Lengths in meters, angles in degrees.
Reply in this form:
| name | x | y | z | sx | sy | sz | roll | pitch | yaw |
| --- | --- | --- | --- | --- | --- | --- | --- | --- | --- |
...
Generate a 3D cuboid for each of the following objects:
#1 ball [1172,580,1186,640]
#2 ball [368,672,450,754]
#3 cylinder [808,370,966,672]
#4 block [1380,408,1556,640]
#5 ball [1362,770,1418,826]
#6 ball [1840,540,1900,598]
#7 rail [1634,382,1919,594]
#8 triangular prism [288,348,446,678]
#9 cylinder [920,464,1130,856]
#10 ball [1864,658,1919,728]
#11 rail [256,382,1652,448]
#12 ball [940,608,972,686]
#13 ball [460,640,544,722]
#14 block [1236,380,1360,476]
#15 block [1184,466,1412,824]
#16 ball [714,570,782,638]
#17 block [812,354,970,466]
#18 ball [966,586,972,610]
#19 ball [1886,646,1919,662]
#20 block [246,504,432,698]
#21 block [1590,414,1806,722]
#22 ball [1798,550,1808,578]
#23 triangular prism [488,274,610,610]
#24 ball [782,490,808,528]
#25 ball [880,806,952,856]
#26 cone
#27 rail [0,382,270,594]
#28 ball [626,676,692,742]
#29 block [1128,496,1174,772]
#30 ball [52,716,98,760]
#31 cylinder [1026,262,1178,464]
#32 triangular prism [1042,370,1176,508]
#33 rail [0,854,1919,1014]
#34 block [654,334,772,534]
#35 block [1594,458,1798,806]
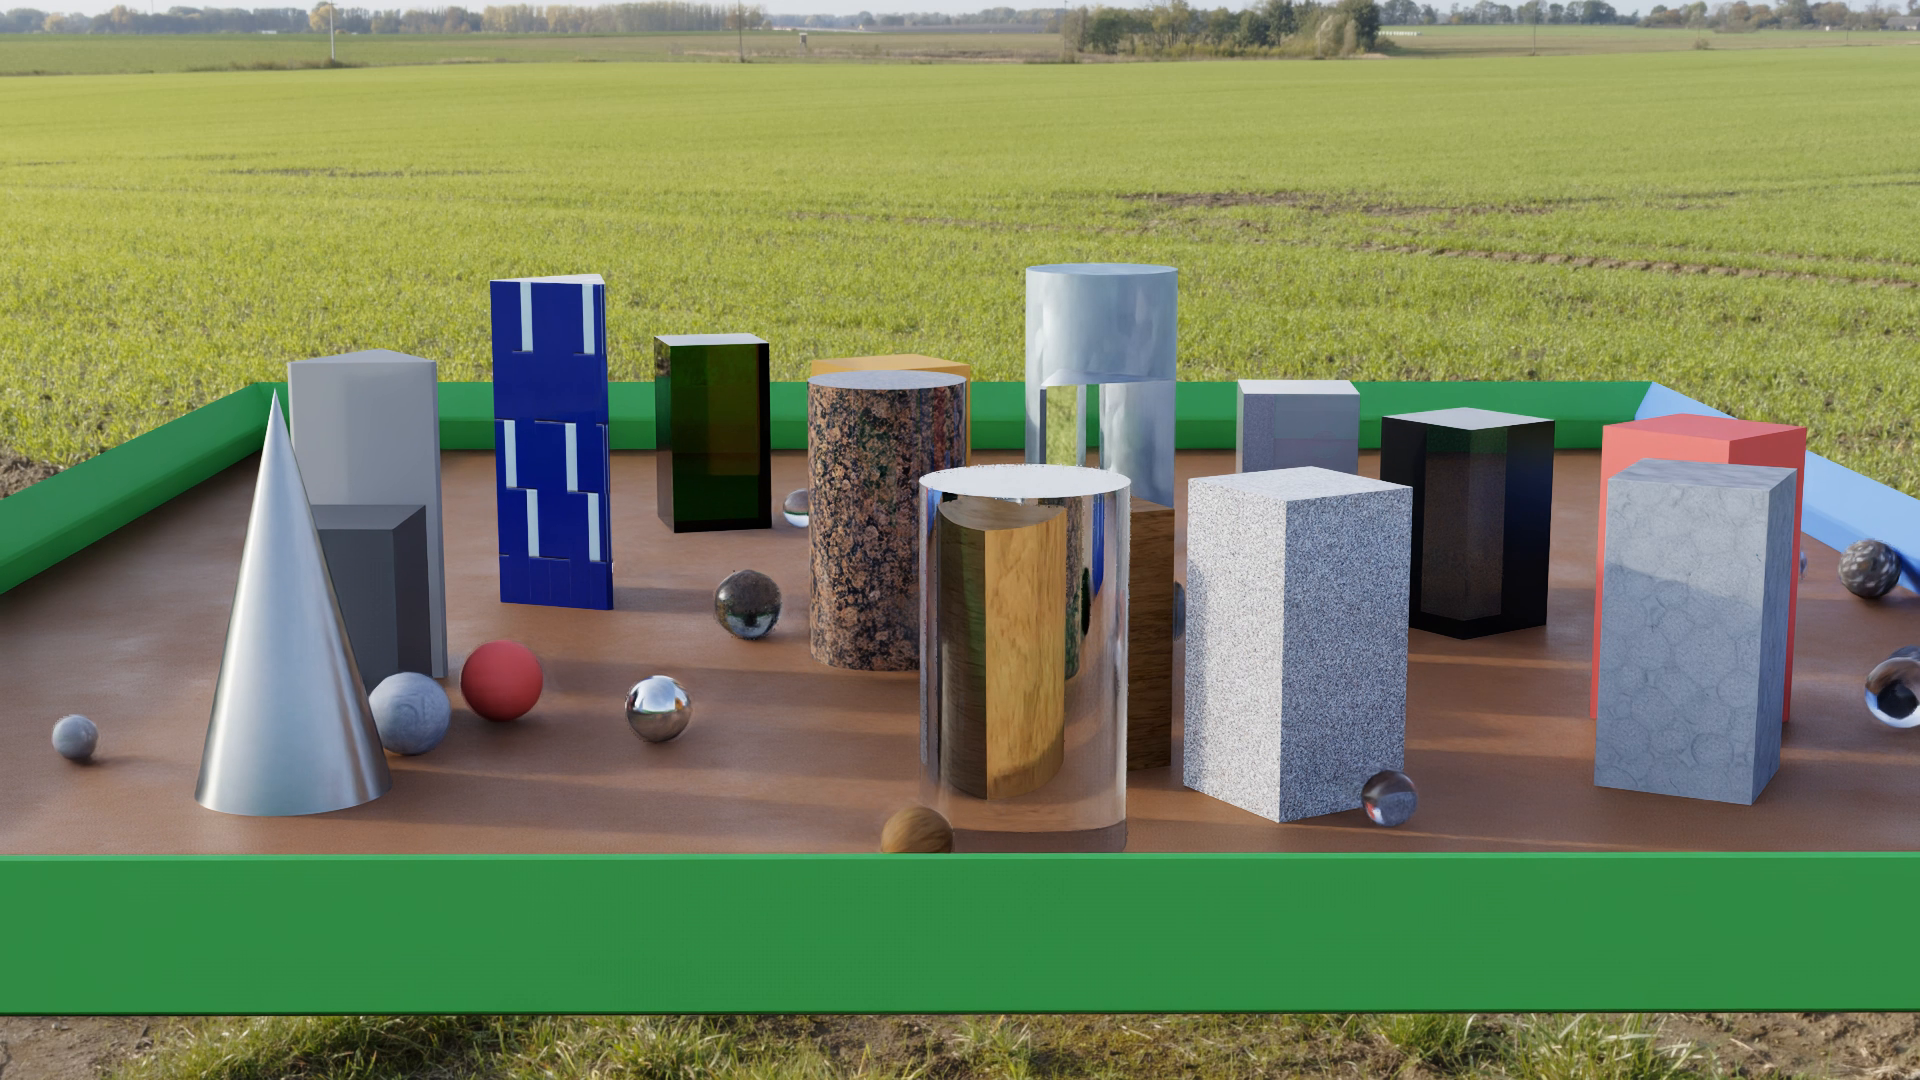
| name | x | y | z | sx | sy | sz | roll | pitch | yaw |
| --- | --- | --- | --- | --- | --- | --- | --- | --- | --- |
| ball | 0.247 | 0.088 | 3.256 | 0.091 | 0.091 | 0.091 | 0 | 11 | 0 |
| ball | -0.590 | 0.185 | 2.740 | 0.088 | 0.088 | 0.088 | 0 | 11 | 0 |
| cylinder | -0.090 | -0.028 | 3.185 | 0.196 | 0.345 | 0.196 | 0 | 11 | 0 |
| block | 0.663 | -0.025 | 3.372 | 0.157 | 0.272 | 0.157 | -7 | 13 | -35 |
| ball | 0.416 | 0.250 | 2.485 | 0.054 | 0.054 | 0.054 | 0 | 11 | 0 |
| ball | 1.256 | 0.041 | 3.542 | 0.081 | 0.081 | 0.081 | 0 | 11 | 0 |
| rail | 1.314 | 0.031 | 3.456 | 0.045 | 0.127 | 2.987 | 0 | 11 | 0 |
| triangular prism | -0.709 | -0.035 | 3.123 | 0.170 | 0.381 | 0.147 | -1 | 11 | -4 |
| cylinder | 0.060 | 0.115 | 2.408 | 0.196 | 0.347 | 0.196 | 0 | 11 | 0 |
| ball | 1.047 | 0.170 | 2.850 | 0.079 | 0.079 | 0.079 | 0 | 11 | 0 |
| rail | -0.008 | -0.235 | 4.894 | 2.675 | 0.127 | 0.045 | 0 | 11 | 0 |
| ball | 0.025 | 0.127 | 3.034 | 0.096 | 0.096 | 0.096 | 0 | 11 | 0 |
| ball | -0.514 | 0.157 | 2.881 | 0.092 | 0.092 | 0.092 | 0 | 11 | 0 |
| block | 0.468 | -0.072 | 3.586 | 0.157 | 0.286 | 0.157 | 1 | 11 | 3 |
| block | 0.337 | 0.100 | 2.573 | 0.157 | 0.318 | 0.157 | -6 | 12 | -31 |
| ball | -0.272 | 0.083 | 3.294 | 0.088 | 0.088 | 0.088 | 0 | 11 | 0 |
| block | -0.093 | -0.074 | 3.463 | 0.157 | 0.334 | 0.157 | -6 | 12 | -30 |
| ball | 0.005 | 0.091 | 3.310 | 0.065 | 0.065 | 0.065 | 0 | 11 | 0 |
| ball | 1.100 | 0.155 | 2.964 | 0.065 | 0.065 | 0.065 | 0 | 11 | 0 |
| block | -0.685 | 0.090 | 2.849 | 0.157 | 0.236 | 0.157 | 0 | 11 | 1 |
| block | 0.823 | 0.038 | 2.863 | 0.157 | 0.333 | 0.157 | -9 | 14 | -41 |
| ball | 1.187 | 0.033 | 3.671 | 0.049 | 0.049 | 0.049 | 0 | 11 | 0 |
| triangular prism | -0.528 | -0.140 | 3.526 | 0.170 | 0.440 | 0.147 | 4 | 11 | 19 |
| ball | -0.252 | -0.050 | 4.085 | 0.060 | 0.060 | 0.060 | 0 | 11 | 0 |
| ball | -0.039 | 0.274 | 2.325 | 0.066 | 0.066 | 0.066 | 0 | 11 | 0 |
| cone | -0.678 | 0.051 | 2.577 | 0.196 | 0.411 | 0.196 | 0 | 11 | 0 |
| rail | -1.314 | 0.034 | 3.441 | 0.045 | 0.127 | 2.987 | 0 | 11 | 0 |
| ball | -0.328 | 0.183 | 2.795 | 0.072 | 0.072 | 0.072 | 0 | 11 | 0 |
| block | 0.118 | 0.096 | 2.713 | 0.157 | 0.274 | 0.157 | -5 | 12 | -24 |
| ball | -0.938 | 0.210 | 2.720 | 0.047 | 0.047 | 0.047 | 0 | 11 | 0 |
| cylinder | 0.183 | -0.121 | 3.353 | 0.196 | 0.466 | 0.196 | 0 | 11 | 0 |
| triangular prism | 0.150 | -0.019 | 3.094 | 0.170 | 0.360 | 0.147 | -4 | 11 | -20 |
| rail | 0.008 | 0.301 | 2.004 | 2.675 | 0.127 | 0.045 | 0 | 11 | 0 |
| block | -0.396 | -0.174 | 4.107 | 0.157 | 0.296 | 0.157 | -3 | 11 | -16 |
| block | 0.754 | 0.089 | 2.631 | 0.157 | 0.318 | 0.157 | 5 | 12 | 27 |
